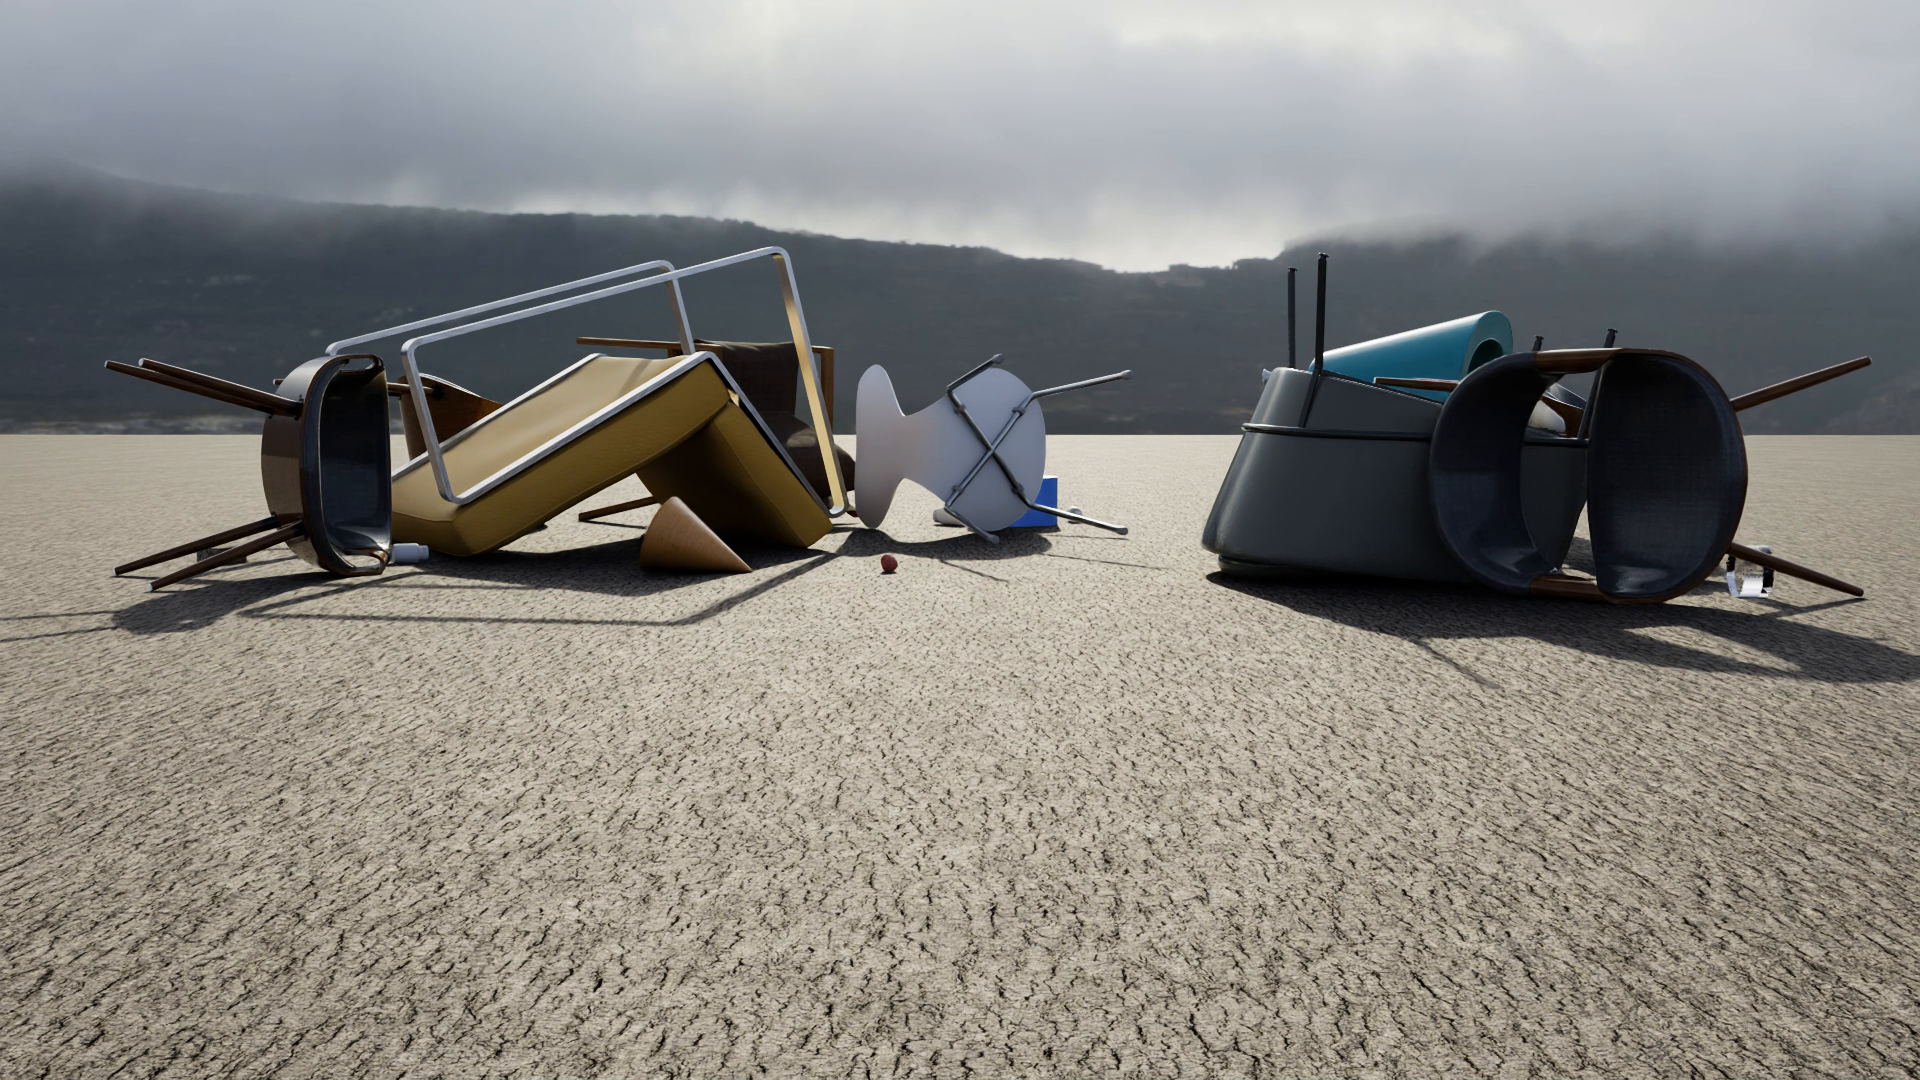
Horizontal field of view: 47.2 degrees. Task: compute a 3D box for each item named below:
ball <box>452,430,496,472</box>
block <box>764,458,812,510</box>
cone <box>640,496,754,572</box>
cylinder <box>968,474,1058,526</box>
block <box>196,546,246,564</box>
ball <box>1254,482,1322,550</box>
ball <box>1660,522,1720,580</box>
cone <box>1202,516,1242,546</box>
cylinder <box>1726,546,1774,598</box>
[{"bbox_3d":[-2.619,-0.476,11.845,0.224,0.224,0.224,0,4,0],"label":"ball"},{"bbox_3d":[-0.641,-0.209,8.205,0.136,0.189,0.109,-3,5,-37],"label":"block"},{"bbox_3d":[-0.620,0.032,5.404,0.256,0.199,0.256,22,5,8],"label":"cone"},{"bbox_3d":[0.175,-0.132,7.325,0.298,0.157,0.318,0,4,-7],"label":"cylinder"},{"bbox_3d":[-1.907,0.038,5.682,0.083,0.041,0.091,3,5,33],"label":"block"},{"bbox_3d":[0.916,-0.067,6.137,0.191,0.191,0.191,0,4,0],"label":"ball"},{"bbox_3d":[1.718,0.026,5.175,0.137,0.137,0.137,0,4,0],"label":"ball"},{"bbox_3d":[0.750,-0.007,6.337,0.119,0.107,0.067,-11,38,29],"label":"cone"},{"bbox_3d":[1.704,0.068,4.742,0.063,0.111,0.113,0,-35,1],"label":"cylinder"}]
